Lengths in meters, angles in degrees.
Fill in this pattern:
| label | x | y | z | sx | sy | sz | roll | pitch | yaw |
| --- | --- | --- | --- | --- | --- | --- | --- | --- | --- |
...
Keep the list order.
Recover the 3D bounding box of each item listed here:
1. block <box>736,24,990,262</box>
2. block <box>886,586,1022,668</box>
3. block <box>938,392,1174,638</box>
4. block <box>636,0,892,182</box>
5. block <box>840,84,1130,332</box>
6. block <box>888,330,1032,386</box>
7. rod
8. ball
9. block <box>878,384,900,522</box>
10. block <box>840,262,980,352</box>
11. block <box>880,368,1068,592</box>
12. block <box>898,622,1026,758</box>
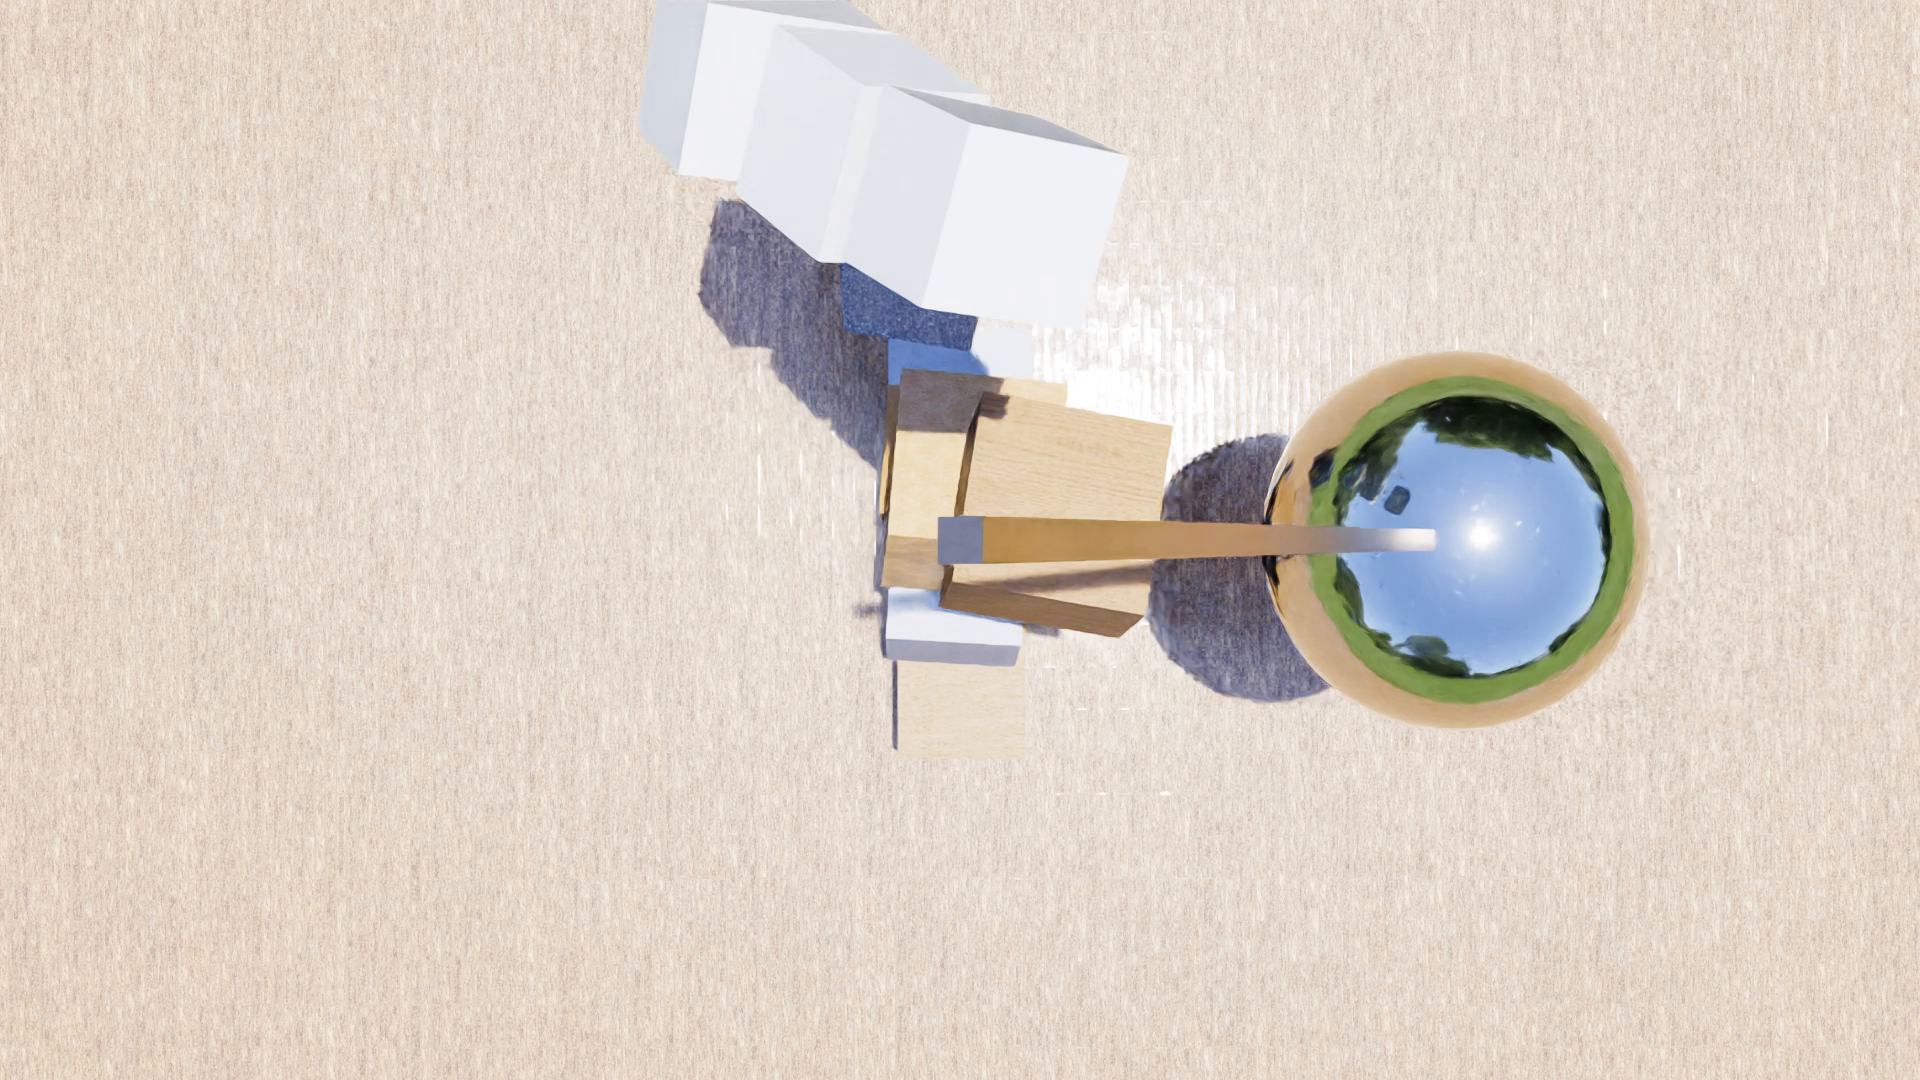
| label | x | y | z | sx | sy | sz | roll | pitch | yaw |
| --- | --- | --- | --- | --- | --- | --- | --- | --- | --- |
| block | -0.353 | -1.390 | 7.746 | 0.536 | 0.585 | 0.633 | -5 | 123 | -38 |
| block | -0.021 | 0.271 | 11.775 | 0.700 | 0.722 | 0.681 | 3 | 78 | 0 |
| block | 0.430 | -0.099 | 10.174 | 0.873 | 0.756 | 0.879 | 10 | 79 | -3 |
| block | -0.772 | -1.770 | 8.485 | 0.718 | 0.663 | 0.639 | 3 | 113 | -25 |
| block | 0.072 | -1.058 | 7.009 | 0.604 | 0.549 | 0.576 | 4 | 110 | -34 |
| block | 0.003 | -0.800 | 12.666 | 0.803 | 0.667 | 0.764 | 0 | 90 | 0 |
| rod | 0.899 | 0.000 | 6.081 | 0.080 | 5.200 | 0.080 | 0 | 90 | 20 |
| ball | 2.074 | 0.000 | 9.271 | 1.600 | 1.600 | 1.600 | 0 | 90 | 0 |
| block | -0.019 | -0.435 | 11.991 | 0.773 | 0.637 | 0.687 | 4 | 86 | 0 |
| block | -0.172 | -1.265 | 9.530 | 0.565 | 0.584 | 0.571 | 10 | 56 | 6 |
| block | 0.062 | -0.267 | 11.064 | 0.819 | 0.873 | 0.862 | 5 | 72 | -3 |
| block | 0.010 | 0.778 | 12.566 | 0.705 | 0.866 | 0.852 | 0 | 90 | 0 |
